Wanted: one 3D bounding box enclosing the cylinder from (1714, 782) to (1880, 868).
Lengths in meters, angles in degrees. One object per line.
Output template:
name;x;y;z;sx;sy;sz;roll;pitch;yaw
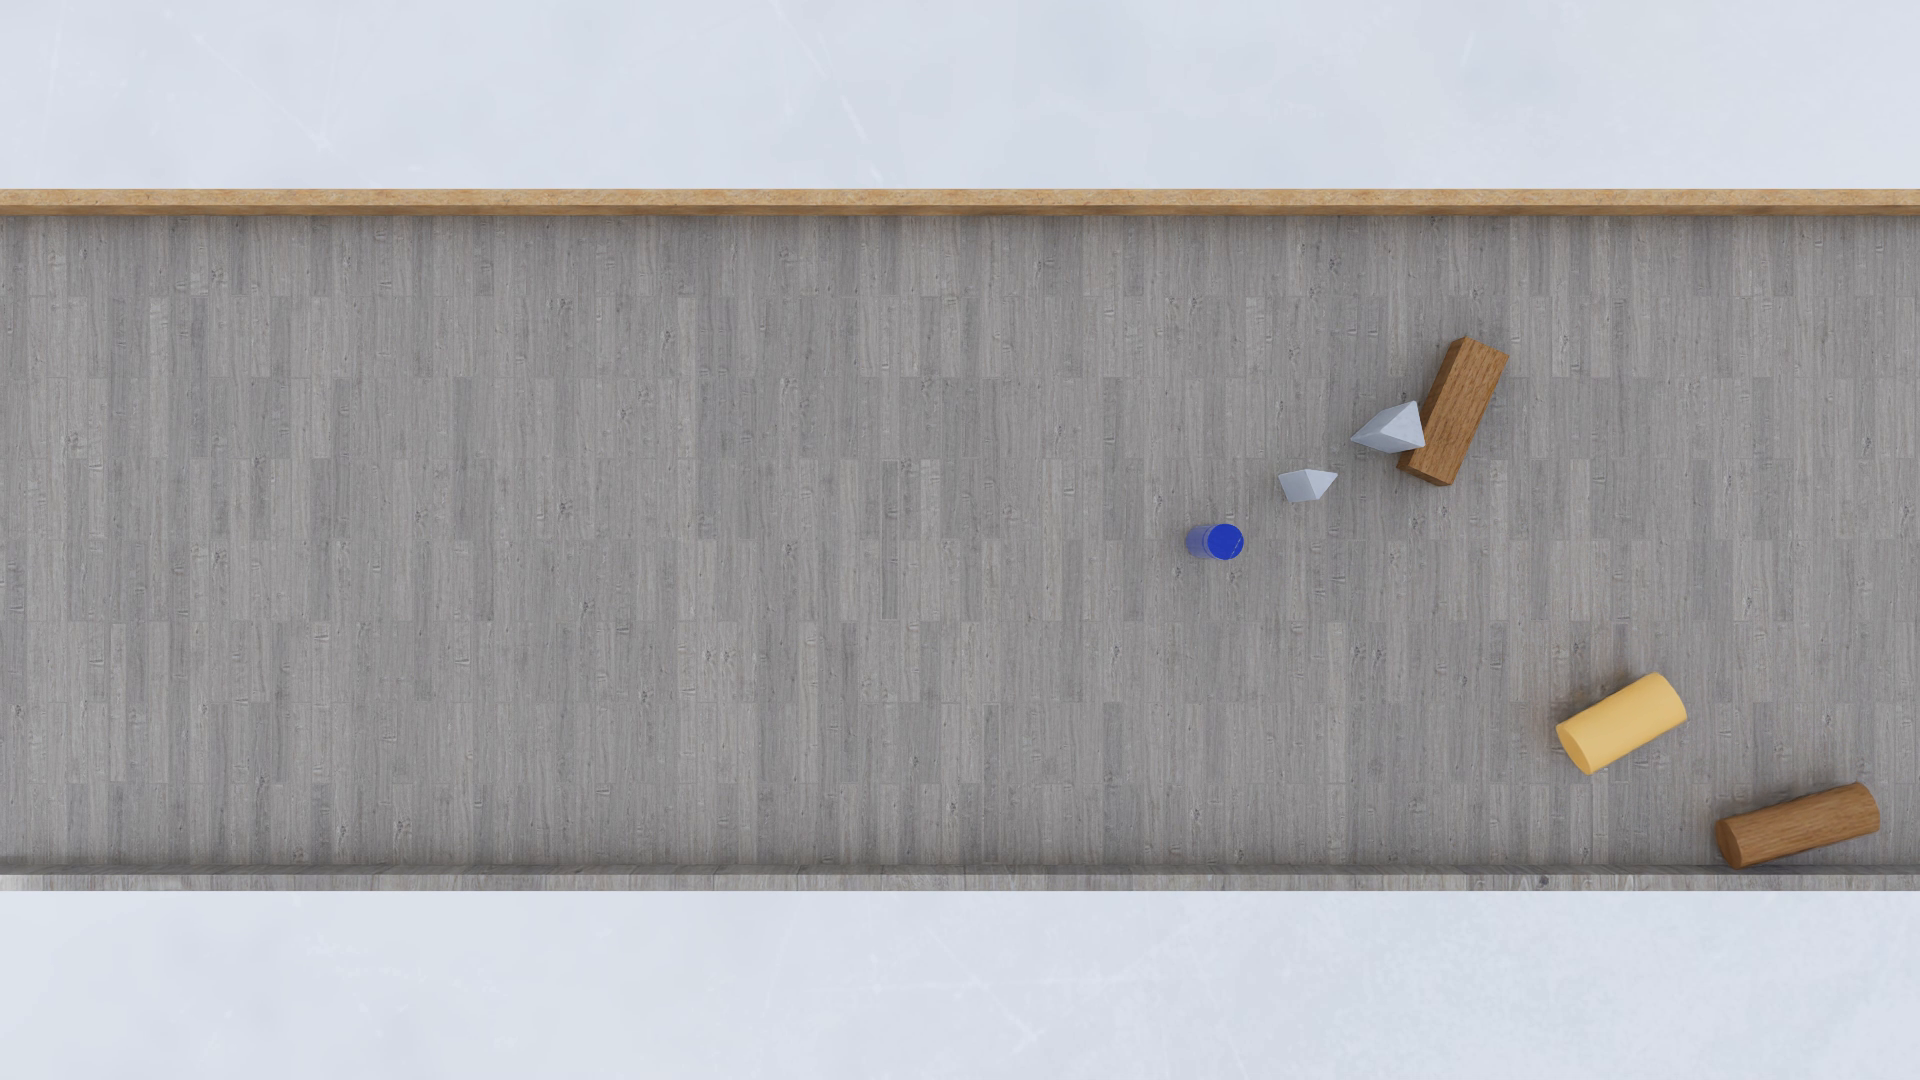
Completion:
cylinder;2.536;0.866;5.000;0.431;0.153;0.153;-15;90;0

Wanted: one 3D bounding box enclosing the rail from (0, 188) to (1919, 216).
rail;-2.247;-1.025;5.002;12.000;0.150;0.050;0;90;0

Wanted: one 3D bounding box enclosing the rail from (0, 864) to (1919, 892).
rail;-2.247;1.025;5.001;12.000;0.150;0.050;0;90;0

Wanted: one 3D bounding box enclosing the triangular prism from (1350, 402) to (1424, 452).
triangular prism;1.282;-0.343;4.894;0.132;0.366;0.114;18;90;0

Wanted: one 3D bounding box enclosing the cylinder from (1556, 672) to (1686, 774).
cylinder;2.000;0.554;4.992;0.330;0.169;0.169;-29;90;0

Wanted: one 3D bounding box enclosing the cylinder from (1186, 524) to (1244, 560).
cylinder;0.745;0.005;4.852;0.101;0.450;0.101;0;90;0

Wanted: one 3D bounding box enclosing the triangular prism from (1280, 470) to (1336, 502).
triangular prism;1.011;-0.175;4.876;0.079;0.402;0.091;38;90;0

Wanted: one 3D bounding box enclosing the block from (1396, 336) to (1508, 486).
block;1.492;-0.387;5.005;0.143;0.143;0.424;24;90;0
